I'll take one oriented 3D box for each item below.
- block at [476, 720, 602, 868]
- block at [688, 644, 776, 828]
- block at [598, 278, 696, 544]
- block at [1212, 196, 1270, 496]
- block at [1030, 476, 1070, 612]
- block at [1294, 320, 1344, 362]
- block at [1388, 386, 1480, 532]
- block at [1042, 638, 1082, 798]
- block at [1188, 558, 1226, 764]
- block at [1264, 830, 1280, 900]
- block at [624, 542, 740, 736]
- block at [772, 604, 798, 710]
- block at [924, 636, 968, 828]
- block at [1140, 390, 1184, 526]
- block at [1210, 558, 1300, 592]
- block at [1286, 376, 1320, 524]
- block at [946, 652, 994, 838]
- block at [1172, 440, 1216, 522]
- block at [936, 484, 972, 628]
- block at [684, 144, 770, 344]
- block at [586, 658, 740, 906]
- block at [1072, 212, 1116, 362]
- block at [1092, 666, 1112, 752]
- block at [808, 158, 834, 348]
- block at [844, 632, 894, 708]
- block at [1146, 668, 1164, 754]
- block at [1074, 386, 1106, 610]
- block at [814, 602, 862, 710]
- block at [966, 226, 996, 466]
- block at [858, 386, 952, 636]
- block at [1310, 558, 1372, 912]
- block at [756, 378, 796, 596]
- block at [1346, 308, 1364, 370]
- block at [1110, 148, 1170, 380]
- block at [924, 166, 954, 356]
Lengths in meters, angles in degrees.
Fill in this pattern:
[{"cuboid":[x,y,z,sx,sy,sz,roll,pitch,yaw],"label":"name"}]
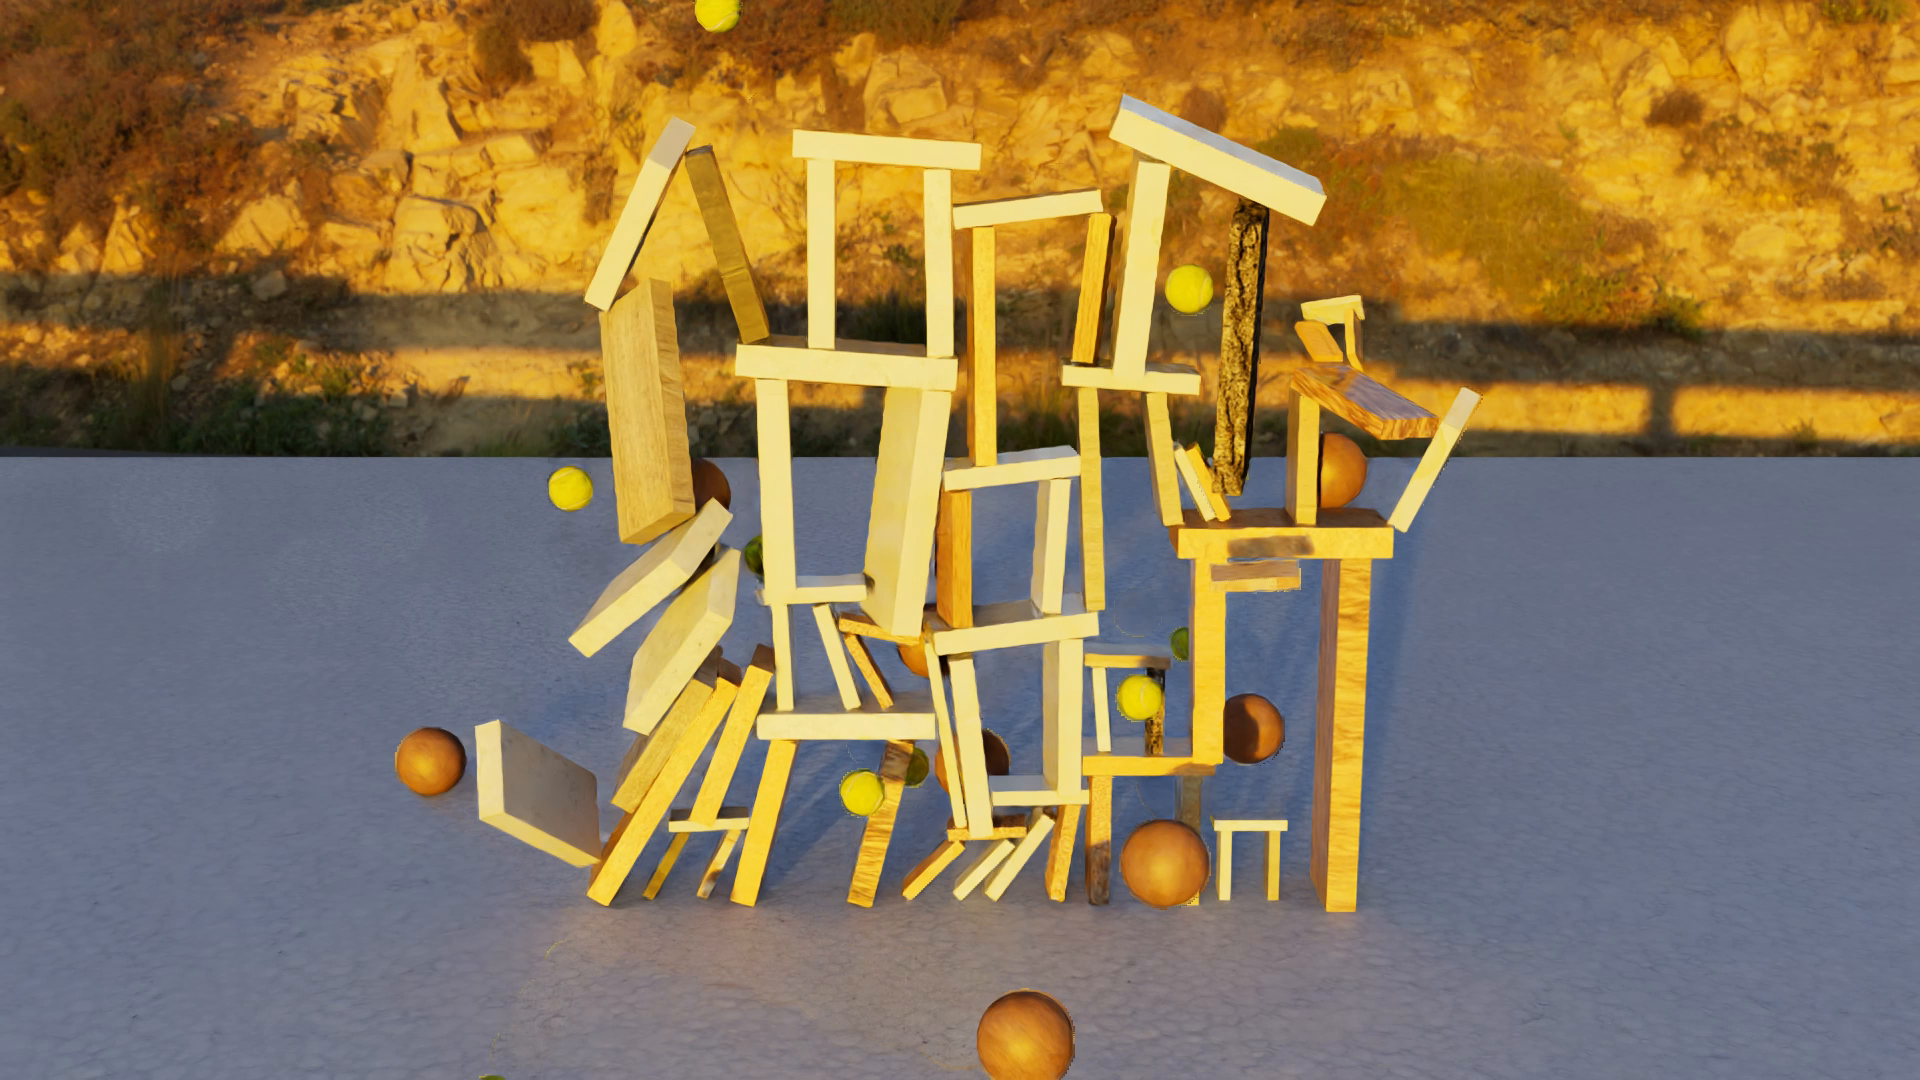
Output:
[{"cuboid":[-0.681,0.414,3.565,0.044,0.154,0.309,-16,-27,15],"label":"block"},{"cuboid":[-0.368,0.319,3.603,0.040,0.279,0.139,21,11,-4],"label":"block"},{"cuboid":[-0.497,-0.204,3.482,0.042,0.395,0.147,9,-25,-41],"label":"block"},{"cuboid":[0.439,-0.302,3.440,0.047,0.434,0.166,6,24,10],"label":"block"},{"cuboid":[0.145,-0.001,3.542,0.031,0.217,0.108,2,11,-8],"label":"block"},{"cuboid":[0.566,-0.313,3.469,0.046,0.013,0.093,0,40,-17],"label":"block"},{"cuboid":[0.742,-0.125,3.446,0.031,0.220,0.110,29,43,10],"label":"block"},{"cuboid":[0.167,0.273,3.598,0.037,0.264,0.132,-2,12,-9],"label":"block"},{"cuboid":[0.402,0.177,3.581,0.048,0.337,0.168,0,12,3],"label":"block"},{"cuboid":[0.518,0.531,3.657,0.017,0.120,0.060,0,11,0],"label":"block"},{"cuboid":[-0.445,0.159,3.512,0.044,0.309,0.154,23,40,-20],"label":"block"},{"cuboid":[-0.286,0.181,3.595,0.025,0.176,0.088,-2,11,2],"label":"block"},{"cuboid":[-0.024,0.314,3.615,0.019,0.310,0.066,-10,9,1],"label":"block"},{"cuboid":[0.322,-0.138,3.521,0.030,0.214,0.107,-9,12,0],"label":"block"},{"cuboid":[0.429,0.052,3.210,0.126,0.018,0.063,-3,24,5],"label":"block"},{"cuboid":[0.547,-0.145,3.514,0.031,0.220,0.110,-1,14,-1],"label":"block"},{"cuboid":[0.014,0.319,3.593,0.037,0.307,0.132,-7,17,-2],"label":"block"},{"cuboid":[0.372,-0.095,3.526,0.018,0.126,0.063,-26,12,5],"label":"block"},{"cuboid":[-0.011,0.022,3.506,0.031,0.217,0.108,-4,12,-14],"label":"block"},{"cuboid":[-0.364,-0.465,3.442,0.042,0.294,0.147,-17,16,-1],"label":"block"},{"cuboid":[-0.490,0.398,3.649,0.040,0.427,0.139,31,6,-10],"label":"block"},{"cuboid":[0.210,-0.393,3.433,0.032,0.228,0.114,8,8,7],"label":"block"},{"cuboid":[0.233,0.269,3.610,0.020,0.142,0.071,-4,13,5],"label":"block"},{"cuboid":[-0.218,-0.455,3.463,0.041,0.288,0.144,0,12,-3],"label":"block"},{"cuboid":[-0.148,0.208,3.593,0.019,0.131,0.066,-28,10,4],"label":"block"},{"cuboid":[0.320,0.271,3.606,0.020,0.142,0.071,0,13,-2],"label":"block"},{"cuboid":[0.208,-0.075,3.527,0.030,0.360,0.107,-3,13,0],"label":"block"},{"cuboid":[-0.199,0.182,3.597,0.025,0.176,0.088,-17,10,2],"label":"block"},{"cuboid":[0.033,-0.308,3.463,0.032,0.371,0.114,-2,12,-6],"label":"block"},{"cuboid":[-0.091,-0.057,3.552,0.049,0.395,0.172,4,11,-21],"label":"block"},{"cuboid":[0.623,0.300,3.608,0.048,0.589,0.168,0,12,0],"label":"block"},{"cuboid":[-0.296,-0.099,3.537,0.049,0.344,0.172,-2,12,-4],"label":"block"},{"cuboid":[0.621,-0.316,3.464,0.013,0.093,0.046,-12,-38,24],"label":"block"},{"cuboid":[0.276,-0.431,3.396,0.047,0.333,0.167,6,20,0],"label":"block"},{"cuboid":[-0.033,-0.442,3.477,0.041,0.288,0.144,-1,12,0],"label":"block"}]
